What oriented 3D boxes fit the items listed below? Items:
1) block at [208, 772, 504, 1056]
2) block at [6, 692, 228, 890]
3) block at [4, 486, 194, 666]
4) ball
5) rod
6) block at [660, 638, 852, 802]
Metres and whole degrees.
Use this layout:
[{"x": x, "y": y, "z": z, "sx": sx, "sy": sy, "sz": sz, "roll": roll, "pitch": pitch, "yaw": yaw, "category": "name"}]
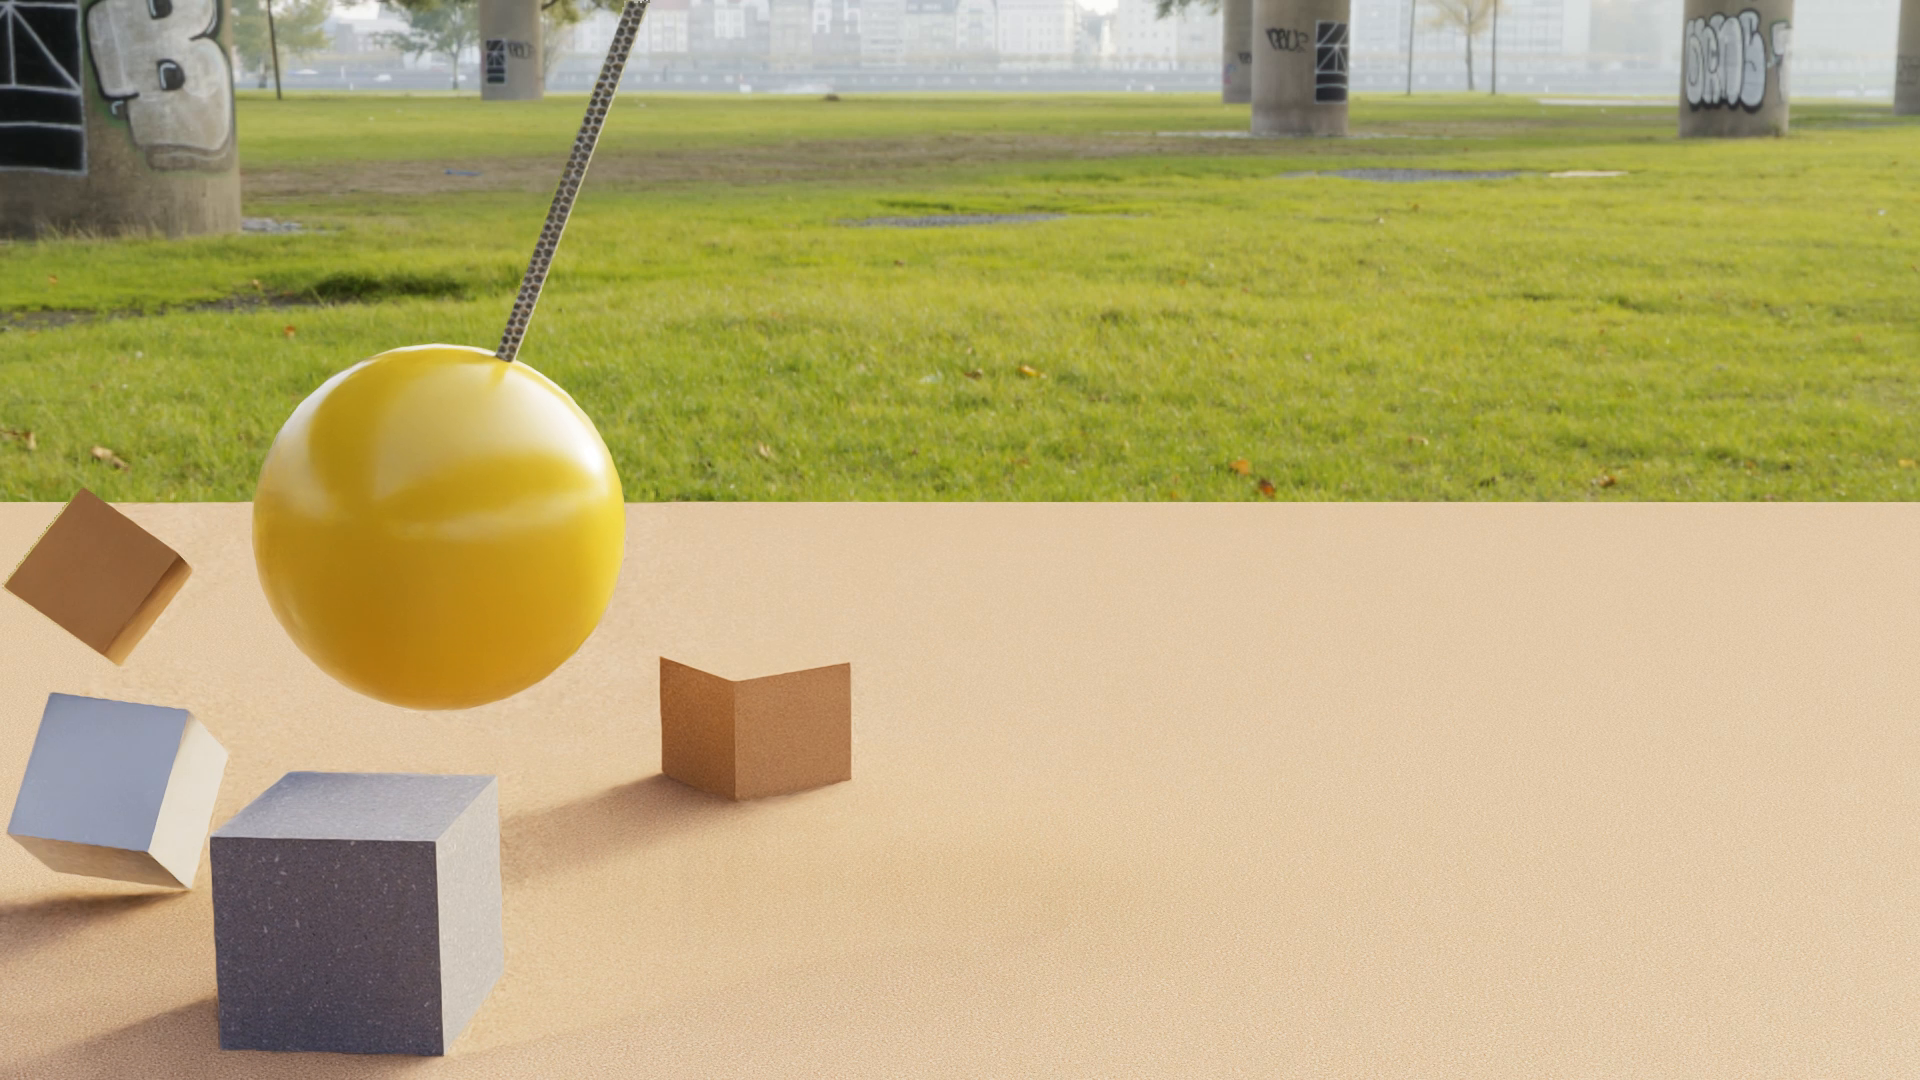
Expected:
[{"x": -2.249, "y": 1.388, "z": 9.674, "sx": 0.827, "sy": 0.808, "sz": 0.880, "roll": 1, "pitch": 10, "yaw": 4, "category": "block"}, {"x": -3.620, "y": 1.087, "z": 11.067, "sx": 0.619, "sy": 0.635, "sz": 0.559, "roll": 7, "pitch": -24, "yaw": 6, "category": "block"}, {"x": -3.697, "y": 0.167, "z": 11.051, "sx": 0.490, "sy": 0.524, "sz": 0.541, "roll": 36, "pitch": -13, "yaw": -3, "category": "block"}, {"x": -2.258, "y": -0.055, "z": 11.170, "sx": 1.600, "sy": 1.600, "sz": 1.600, "roll": 0, "pitch": 10, "yaw": 0, "category": "ball"}, {"x": -0.978, "y": -3.154, "z": 10.607, "sx": 0.080, "sy": 5.200, "sz": 0.080, "roll": 22, "pitch": 10, "yaw": -4, "category": "rod"}, {"x": -1.032, "y": 0.896, "z": 12.940, "sx": 0.688, "sy": 0.607, "sz": 0.696, "roll": -8, "pitch": 13, "yaw": -37, "category": "block"}]
